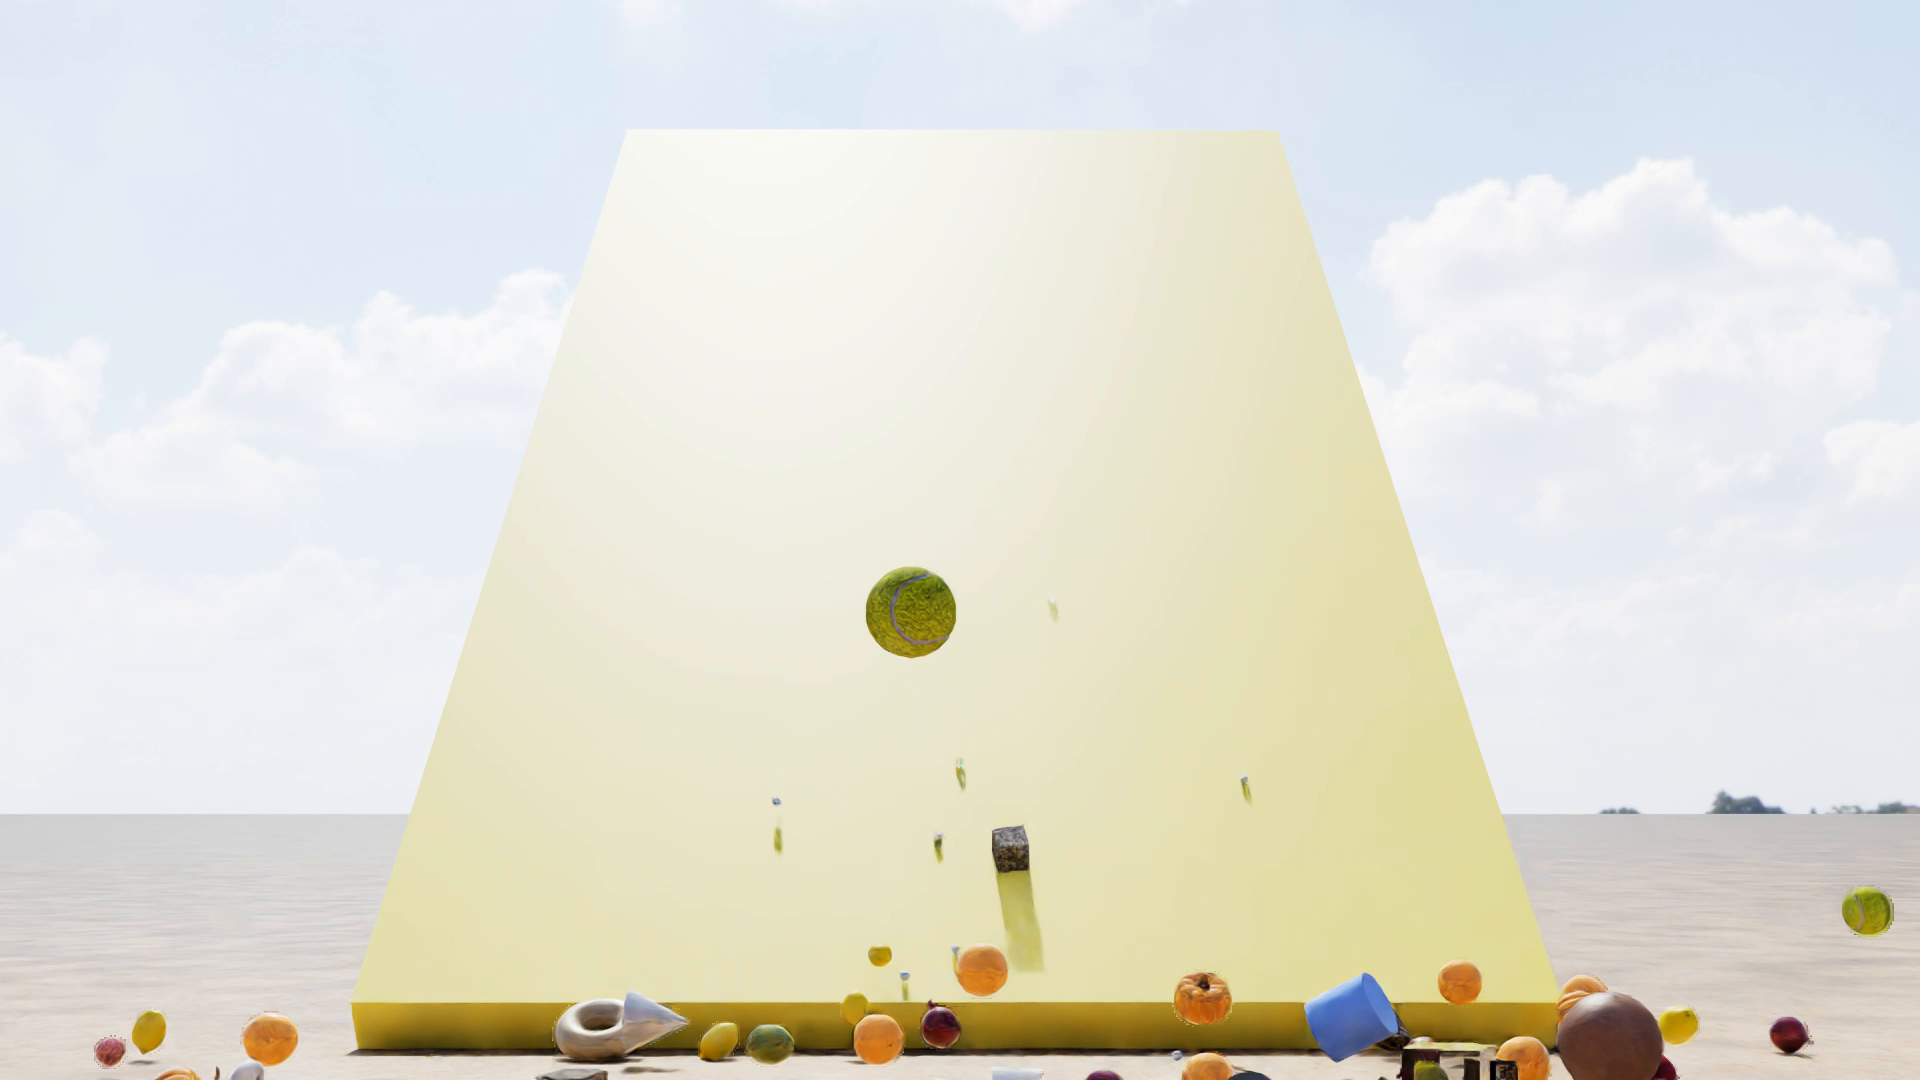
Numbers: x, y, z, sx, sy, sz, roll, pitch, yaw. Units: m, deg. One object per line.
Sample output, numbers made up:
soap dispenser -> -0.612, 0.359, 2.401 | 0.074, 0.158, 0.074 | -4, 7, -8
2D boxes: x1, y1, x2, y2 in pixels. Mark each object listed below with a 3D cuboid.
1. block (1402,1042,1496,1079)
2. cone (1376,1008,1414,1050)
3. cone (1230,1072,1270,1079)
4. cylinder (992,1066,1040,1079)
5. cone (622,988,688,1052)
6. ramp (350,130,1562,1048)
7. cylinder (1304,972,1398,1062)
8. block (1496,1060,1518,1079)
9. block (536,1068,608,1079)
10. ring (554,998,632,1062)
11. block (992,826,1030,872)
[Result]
block -> 0.622, 0.692, 3.075 | 0.098, 0.098, 0.098 | -3, -7, 24
cone -> 0.695, 0.777, 3.877 | 0.061, 0.061, 0.061 | 2, -34, 2
cone -> 0.330, 0.698, 2.889 | 0.098, 0.098, 0.098 | 3, -33, -27
cylinder -> 0.071, 0.711, 3.112 | 0.063, 0.063, 0.063 | 2, -6, 2
cone -> -0.467, 0.749, 3.769 | 0.097, 0.097, 0.097 | 1, -6, 6
ramp -> -0.013, -0.206, 5.746 | 2.000, 0.100, 4.000 | 0, 30, 0
cylinder -> 0.579, 0.707, 3.585 | 0.099, 0.099, 0.099 | -32, -18, 19
block -> 0.695, 0.712, 3.162 | 0.059, 0.059, 0.059 | 4, -20, 16
block -> -0.488, 0.705, 3.053 | 0.064, 0.064, 0.064 | -3, -2, 26
ring -> -0.578, 0.787, 3.887 | 0.145, 0.048, 0.145 | -1, 22, 0
block -> 0.091, 0.549, 4.304 | 0.056, 0.056, 0.056 | -5, 31, -9
